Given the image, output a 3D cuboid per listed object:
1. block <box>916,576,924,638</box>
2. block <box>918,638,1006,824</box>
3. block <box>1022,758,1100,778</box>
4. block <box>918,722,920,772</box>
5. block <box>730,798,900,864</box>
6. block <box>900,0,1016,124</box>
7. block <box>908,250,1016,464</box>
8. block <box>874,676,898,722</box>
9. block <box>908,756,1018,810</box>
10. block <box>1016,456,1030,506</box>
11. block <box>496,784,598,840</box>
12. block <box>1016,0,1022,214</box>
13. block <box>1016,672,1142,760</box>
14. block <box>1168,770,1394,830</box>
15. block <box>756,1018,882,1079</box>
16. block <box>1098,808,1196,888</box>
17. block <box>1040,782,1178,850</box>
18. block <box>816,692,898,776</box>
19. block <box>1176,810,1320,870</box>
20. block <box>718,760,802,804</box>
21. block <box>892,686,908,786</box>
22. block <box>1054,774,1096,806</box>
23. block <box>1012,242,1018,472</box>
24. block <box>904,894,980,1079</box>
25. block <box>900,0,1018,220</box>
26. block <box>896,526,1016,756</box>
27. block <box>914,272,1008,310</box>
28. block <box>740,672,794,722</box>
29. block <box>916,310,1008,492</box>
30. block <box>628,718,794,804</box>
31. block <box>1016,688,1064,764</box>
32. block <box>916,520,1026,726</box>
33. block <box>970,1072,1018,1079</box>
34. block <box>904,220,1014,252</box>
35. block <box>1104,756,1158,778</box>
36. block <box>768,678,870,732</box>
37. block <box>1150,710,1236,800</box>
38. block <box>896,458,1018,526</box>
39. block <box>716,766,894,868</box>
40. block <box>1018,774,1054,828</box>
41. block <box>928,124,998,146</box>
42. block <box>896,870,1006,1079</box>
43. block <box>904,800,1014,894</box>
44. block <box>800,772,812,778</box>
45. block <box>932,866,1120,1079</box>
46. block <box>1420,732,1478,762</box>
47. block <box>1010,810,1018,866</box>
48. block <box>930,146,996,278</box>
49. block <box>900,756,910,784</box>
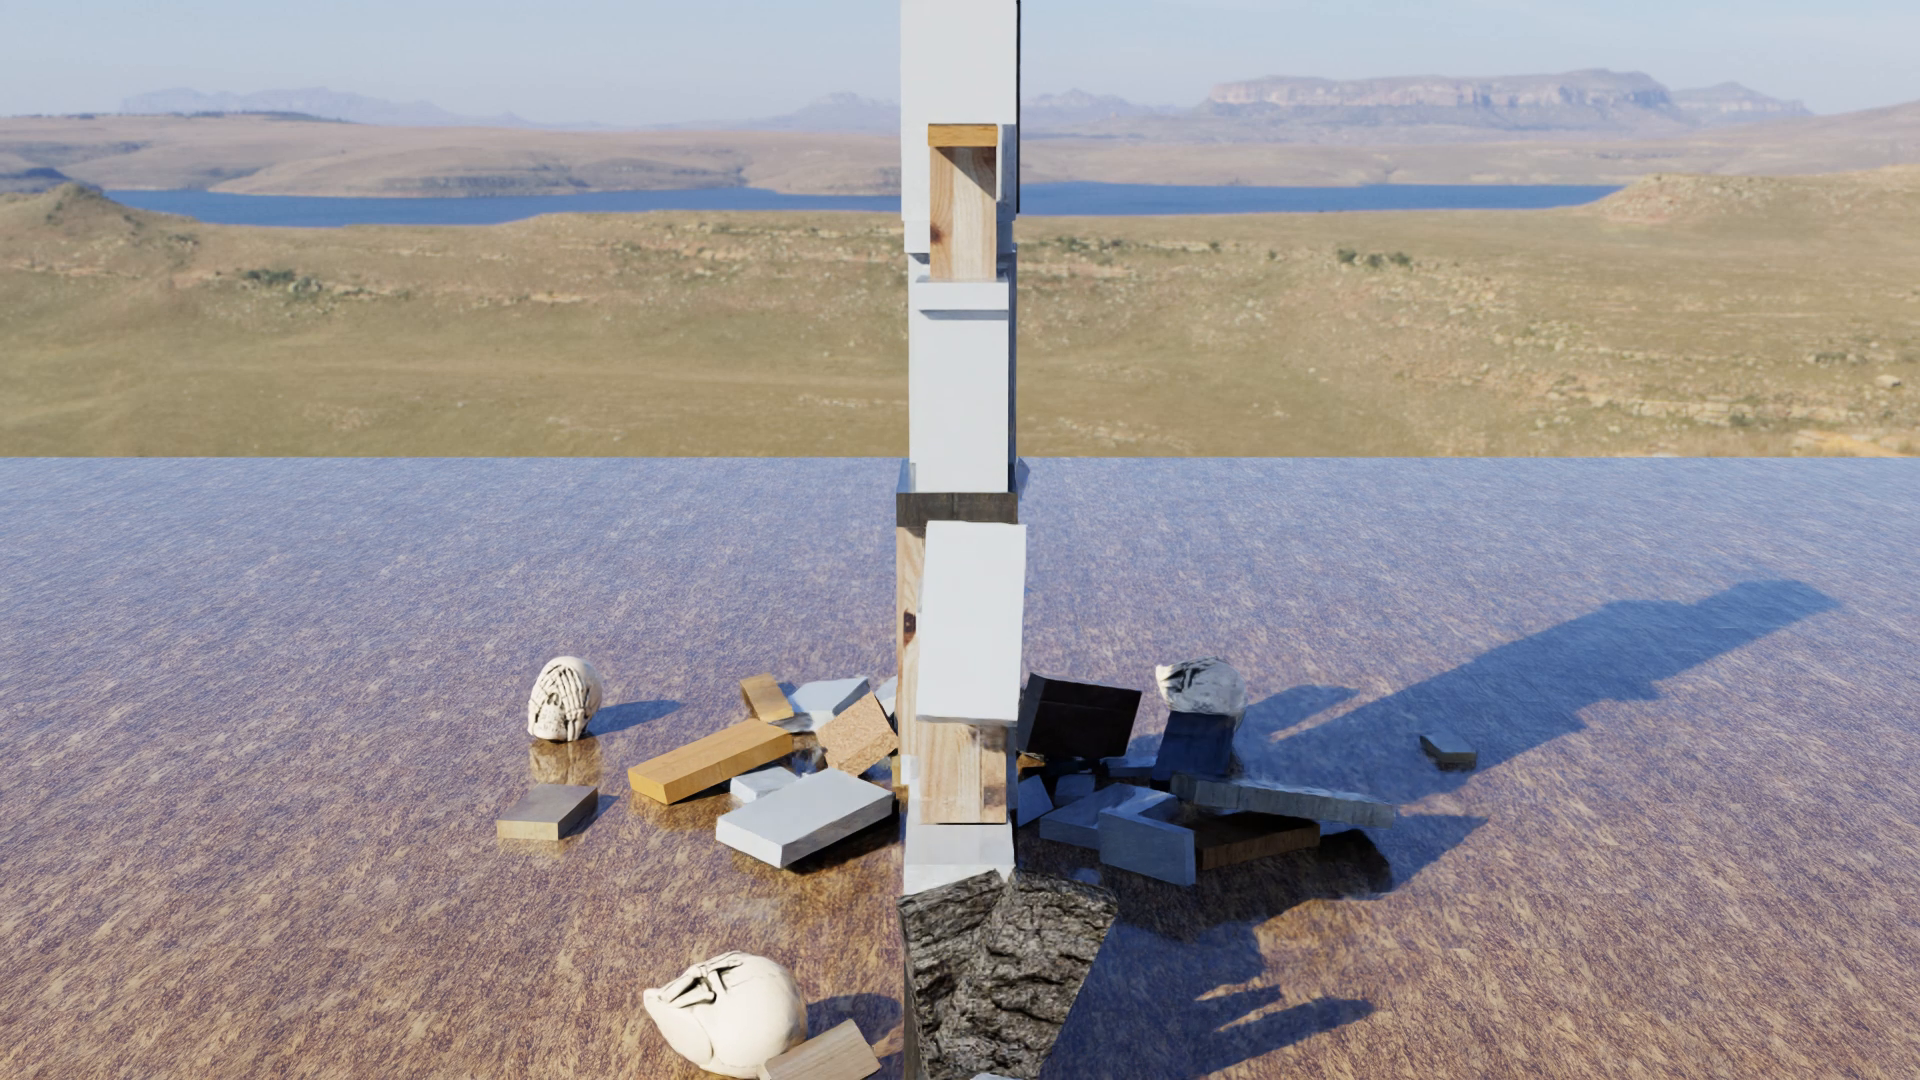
[{"bbox_3d":[0.001,0.091,3.035,0.118,0.033,0.236,0,11,0],"label":"block"},{"bbox_3d":[0.004,0.252,2.983,0.118,0.264,0.033,0,9,-1],"label":"block"},{"bbox_3d":[0.199,0.446,4.314,0.141,0.020,0.071,-4,-4,-40],"label":"block"},{"bbox_3d":[0.001,0.210,3.134,0.118,0.236,0.033,0,4,0],"label":"block"},{"bbox_3d":[-0.259,0.512,3.975,0.148,0.042,0.297,8,13,35],"label":"block"},{"bbox_3d":[-0.002,-0.872,3.060,0.162,0.575,0.046,0,12,0],"label":"block"},{"bbox_3d":[0.004,-0.282,3.384,0.162,0.324,0.046,0,10,2],"label":"block"},{"bbox_3d":[-0.109,0.329,4.774,0.165,0.047,0.329,-22,4,17],"label":"block"},{"bbox_3d":[0.005,0.331,3.254,0.154,0.044,0.309,0,11,0],"label":"block"},{"bbox_3d":[0.016,-0.008,3.937,0.149,0.297,0.042,-5,-35,38],"label":"block"},{"bbox_3d":[-0.760,0.501,4.061,0.114,0.032,0.228,2,11,9],"label":"block"},{"bbox_3d":[0.011,-0.704,3.556,0.173,0.346,0.049,0,11,2],"label":"block"},{"bbox_3d":[0.232,0.351,4.341,0.297,0.149,0.042,11,6,-46],"label":"block"},{"bbox_3d":[0.574,0.464,3.936,0.371,0.042,0.148,8,0,-12],"label":"block"},{"bbox_3d":[-0.183,0.692,2.876,0.154,0.077,0.022,-19,-22,-41],"label":"block"},{"bbox_3d":[0.319,0.524,3.760,0.188,0.094,0.027,10,19,43],"label":"block"},{"bbox_3d":[0.274,0.505,4.027,0.132,0.037,0.265,7,13,35],"label":"block"},{"bbox_3d":[-0.205,0.395,4.401,0.144,0.041,0.288,-36,14,-2],"label":"block"},{"bbox_3d":[0.494,0.527,3.906,0.265,0.037,0.132,-7,12,-31],"label":"block"},{"bbox_3d":[-0.391,0.465,4.253,0.114,0.032,0.228,-6,12,-29],"label":"block"},{"bbox_3d":[-0.050,0.390,4.408,0.165,0.047,0.329,0,24,0],"label":"block"},{"bbox_3d":[0.221,0.479,4.214,0.071,0.020,0.141,1,11,6],"label":"block"},{"bbox_3d":[0.011,-0.191,3.601,0.162,0.585,0.046,0,4,2],"label":"block"},{"bbox_3d":[-0.002,0.588,2.901,0.142,0.284,0.040,0,9,0],"label":"block"},{"bbox_3d":[-0.001,-0.659,3.327,0.173,0.347,0.049,0,11,2],"label":"block"},{"bbox_3d":[-0.004,0.141,3.212,0.173,0.346,0.049,0,11,0],"label":"block"},{"bbox_3d":[0.003,-0.362,3.176,0.130,0.037,0.260,0,11,0],"label":"block"},{"bbox_3d":[-0.424,0.342,4.792,0.071,0.020,0.480,-14,8,-9],"label":"block"},{"bbox_3d":[0.003,-0.200,3.118,0.130,0.260,0.037,0,11,0],"label":"block"},{"bbox_3d":[-0.483,0.427,4.269,0.288,0.041,0.144,-21,19,-32],"label":"block"},{"bbox_3d":[0.154,0.381,4.532,0.148,0.042,0.297,24,12,2],"label":"block"},{"bbox_3d":[0.016,0.108,2.892,0.132,0.265,0.037,3,-17,1],"label":"block"},{"bbox_3d":[-0.045,0.719,2.610,0.077,0.022,0.491,28,18,25],"label":"block"},{"bbox_3d":[0.003,-0.485,3.458,0.162,0.046,0.324,0,11,2],"label":"block"},{"bbox_3d":[0.361,0.450,4.366,0.141,0.020,0.071,-1,11,-3],"label":"block"},{"bbox_3d":[-0.303,0.357,4.758,0.144,0.041,0.288,-6,9,14],"label":"block"},{"bbox_3d":[0.462,0.425,4.340,0.132,0.037,0.370,4,17,11],"label":"block"},{"bbox_3d":[-0.004,-0.074,3.288,0.173,0.049,0.346,0,11,0],"label":"block"},{"bbox_3d":[-0.269,0.483,3.858,0.148,0.042,0.297,18,23,34],"label":"block"},{"bbox_3d":[0.117,0.483,4.048,0.020,0.071,0.141,-27,-6,32],"label":"block"},{"bbox_3d":[0.004,-0.565,3.061,0.095,0.027,0.190,0,12,0],"label":"block"},{"bbox_3d":[0.005,0.548,2.747,0.132,0.265,0.037,-15,27,-14],"label":"block"},{"bbox_3d":[-0.001,0.411,2.964,0.142,0.040,0.284,0,10,0],"label":"block"},{"bbox_3d":[-0.277,0.463,4.210,0.048,0.014,0.095,28,-5,-8],"label":"block"},{"bbox_3d":[0.078,0.530,2.673,0.132,0.265,0.037,16,19,-21],"label":"block"},{"bbox_3d":[1.000,0.425,4.504,0.071,0.020,0.141,-1,11,-7],"label":"block"},{"bbox_3d":[0.004,0.523,3.184,0.154,0.309,0.044,0,11,0],"label":"block"},{"bbox_3d":[0.005,-0.471,3.143,0.095,0.190,0.027,0,11,0],"label":"block"},{"bbox_3d":[-0.006,0.156,3.445,0.173,0.461,0.049,0,11,2],"label":"block"}]
